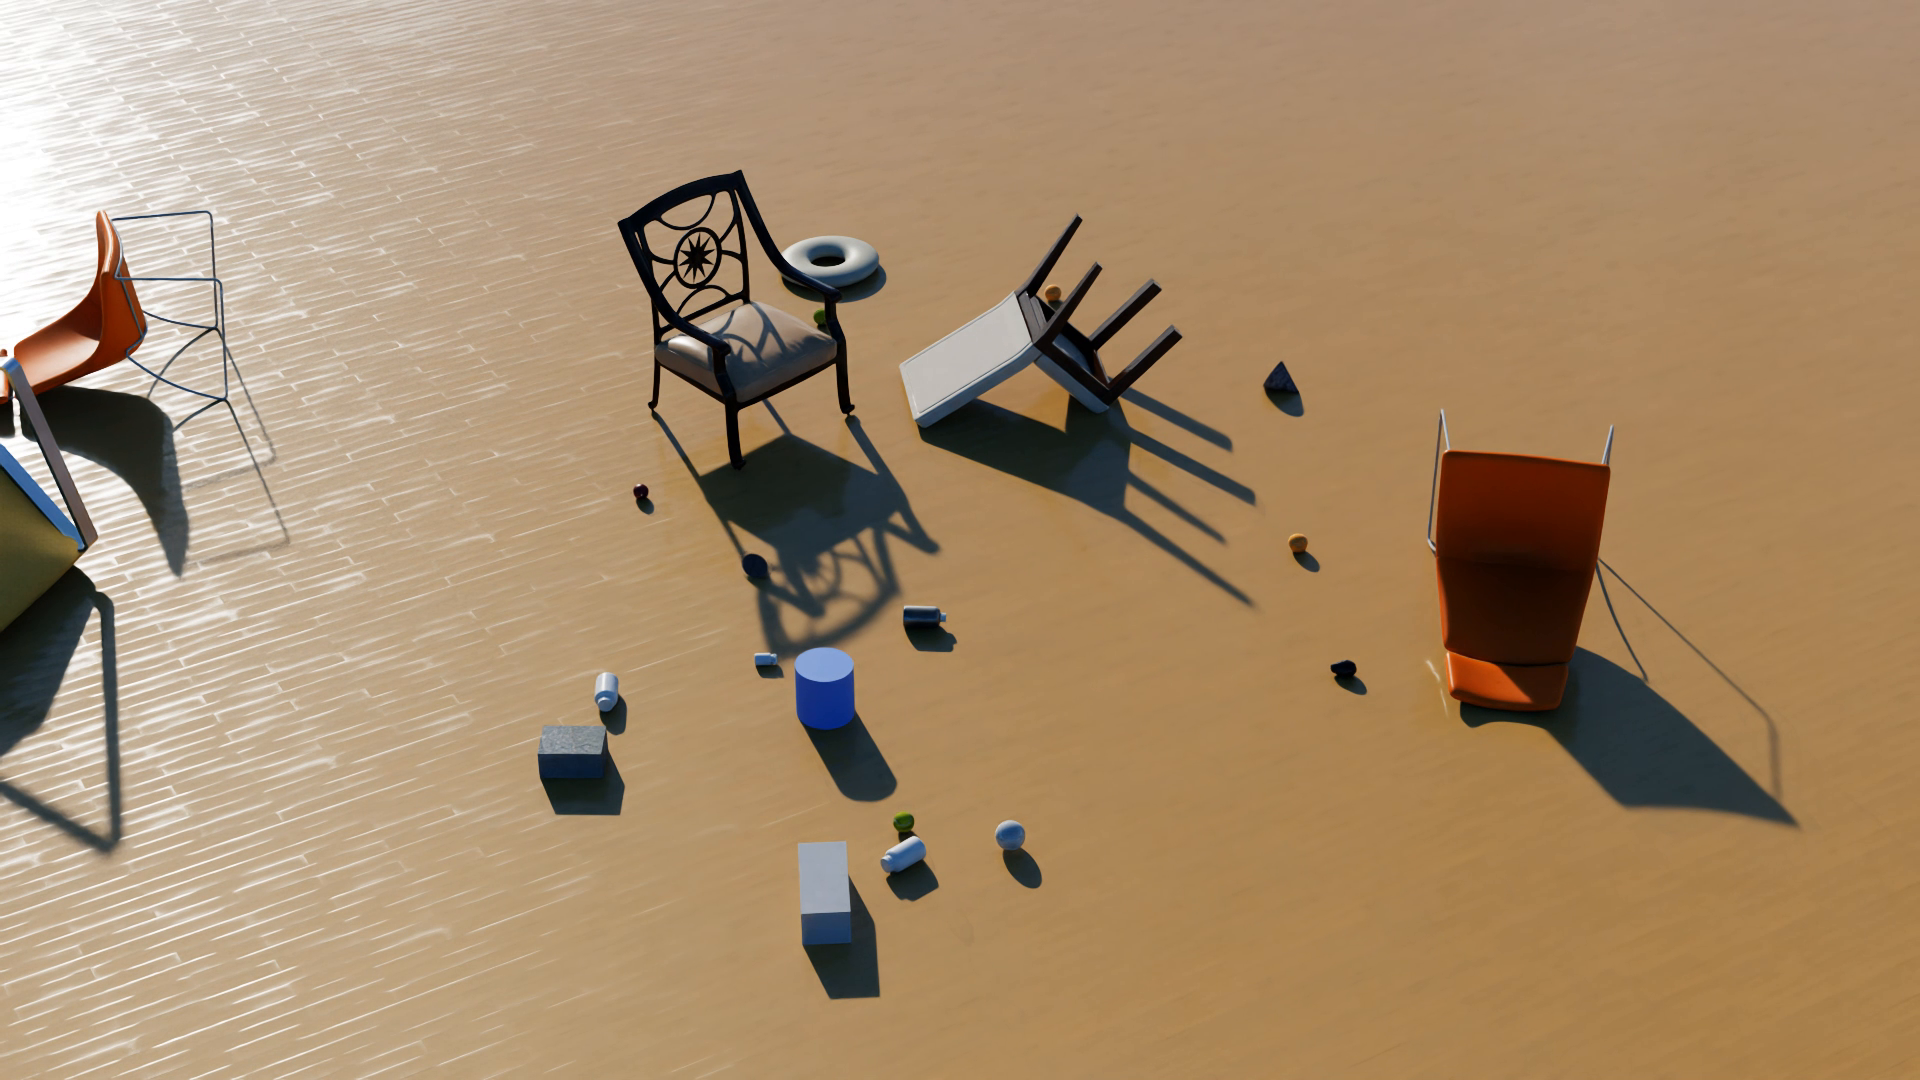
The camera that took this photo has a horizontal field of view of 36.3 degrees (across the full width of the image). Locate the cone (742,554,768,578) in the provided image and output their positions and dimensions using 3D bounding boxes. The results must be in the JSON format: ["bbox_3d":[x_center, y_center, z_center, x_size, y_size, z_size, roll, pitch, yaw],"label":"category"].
[{"bbox_3d":[-0.734,0.091,10.771,0.109,0.085,0.086,20,11,21],"label":"cone"}]

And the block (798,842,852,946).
[{"bbox_3d":[-0.423,1.101,9.159,0.152,0.126,0.340,-2,33,-3],"label":"block"}]

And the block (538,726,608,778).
[{"bbox_3d":[-1.291,0.706,9.782,0.211,0.100,0.155,0,33,1],"label":"block"}]

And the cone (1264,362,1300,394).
[{"bbox_3d":[1.318,-0.632,11.853,0.136,0.120,0.144,37,40,9],"label":"cone"}]

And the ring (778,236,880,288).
[{"bbox_3d":[-0.571,-1.206,12.708,0.451,0.073,0.417,-17,38,-23],"label":"ring"}]

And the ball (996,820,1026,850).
[{"bbox_3d":[0.162,0.949,9.415,0.099,0.099,0.099,0,33,0],"label":"ball"}]

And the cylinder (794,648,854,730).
[{"bbox_3d":[-0.460,0.506,9.995,0.204,0.201,0.196,28,43,36],"label":"cylinder"}]
